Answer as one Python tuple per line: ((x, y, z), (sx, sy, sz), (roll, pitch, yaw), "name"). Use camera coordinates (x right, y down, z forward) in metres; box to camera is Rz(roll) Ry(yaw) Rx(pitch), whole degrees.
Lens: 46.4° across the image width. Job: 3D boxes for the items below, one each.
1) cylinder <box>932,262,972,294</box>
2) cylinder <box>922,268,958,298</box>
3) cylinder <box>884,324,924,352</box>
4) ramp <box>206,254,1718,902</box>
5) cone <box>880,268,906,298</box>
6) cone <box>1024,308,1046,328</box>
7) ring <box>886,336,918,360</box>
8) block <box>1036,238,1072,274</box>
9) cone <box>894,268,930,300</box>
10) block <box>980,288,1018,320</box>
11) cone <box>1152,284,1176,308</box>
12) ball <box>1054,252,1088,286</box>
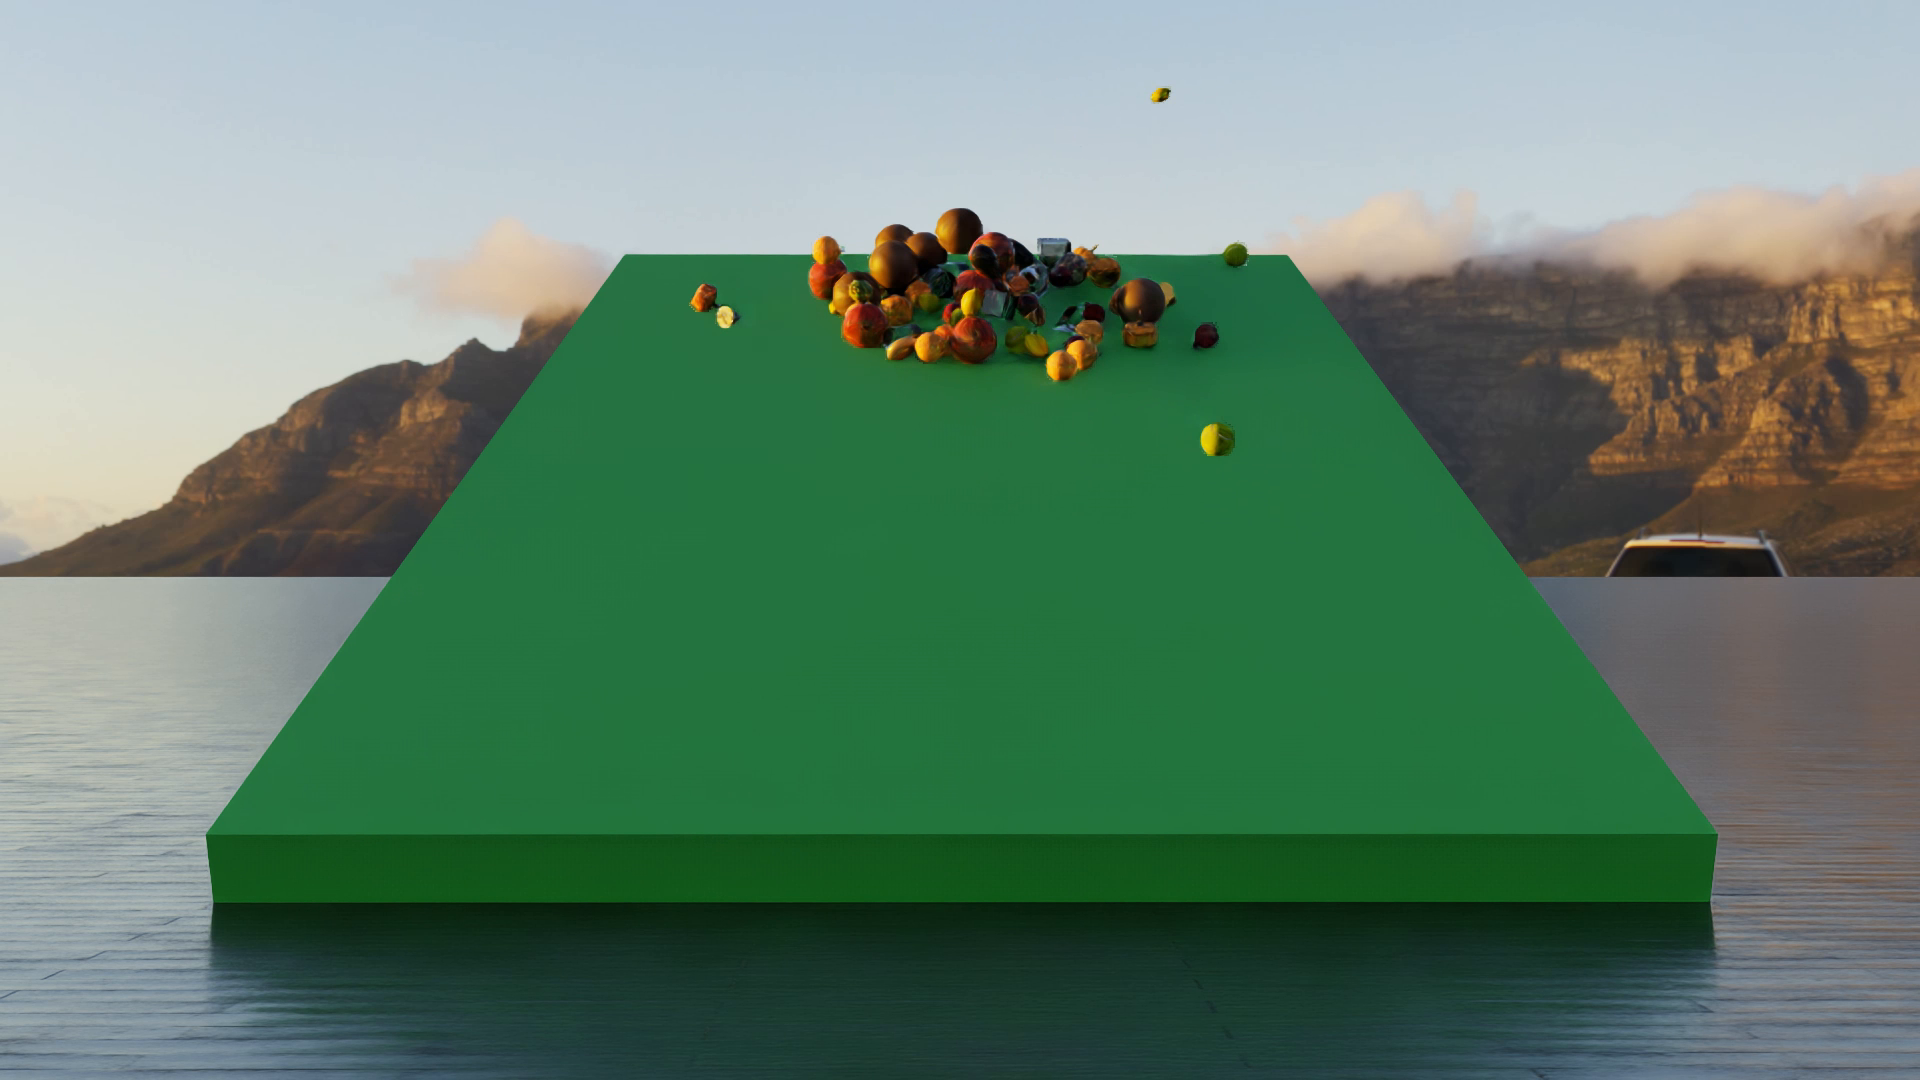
((-0.028, -0.722, 6.194), (0.088, 0.088, 0.088), (-12, 6, -33), "cylinder")
((-0.055, -0.696, 6.078), (0.073, 0.073, 0.073), (0, 15, -26), "cylinder")
((-0.140, -0.494, 5.528), (0.071, 0.071, 0.071), (-13, 7, -35), "cylinder")
((-0.004, -0.189, 4.878), (2.000, 0.100, 4.000), (0, 18, 0), "ramp")
((-0.185, -0.690, 6.165), (0.082, 0.082, 0.082), (5, -45, 5), "cone")
((0.187, -0.580, 5.837), (0.052, 0.052, 0.052), (2, 1, 37), "cone")
((-0.140, -0.466, 5.455), (0.084, 0.028, 0.084), (-24, -16, -7), "ring")
((0.273, -0.828, 6.521), (0.087, 0.087, 0.087), (-2, 18, -7), "block")
((-0.116, -0.681, 6.145), (0.093, 0.093, 0.093), (34, 8, 13), "cone")
((0.104, -0.618, 5.883), (0.063, 0.063, 0.063), (16, 4, 31), "block")
((0.569, -0.655, 6.083), (0.072, 0.072, 0.072), (-1, -3, 41), "cone")
((0.312, -0.758, 6.285), (0.094, 0.094, 0.094), (0, -1, 0), "ball")
